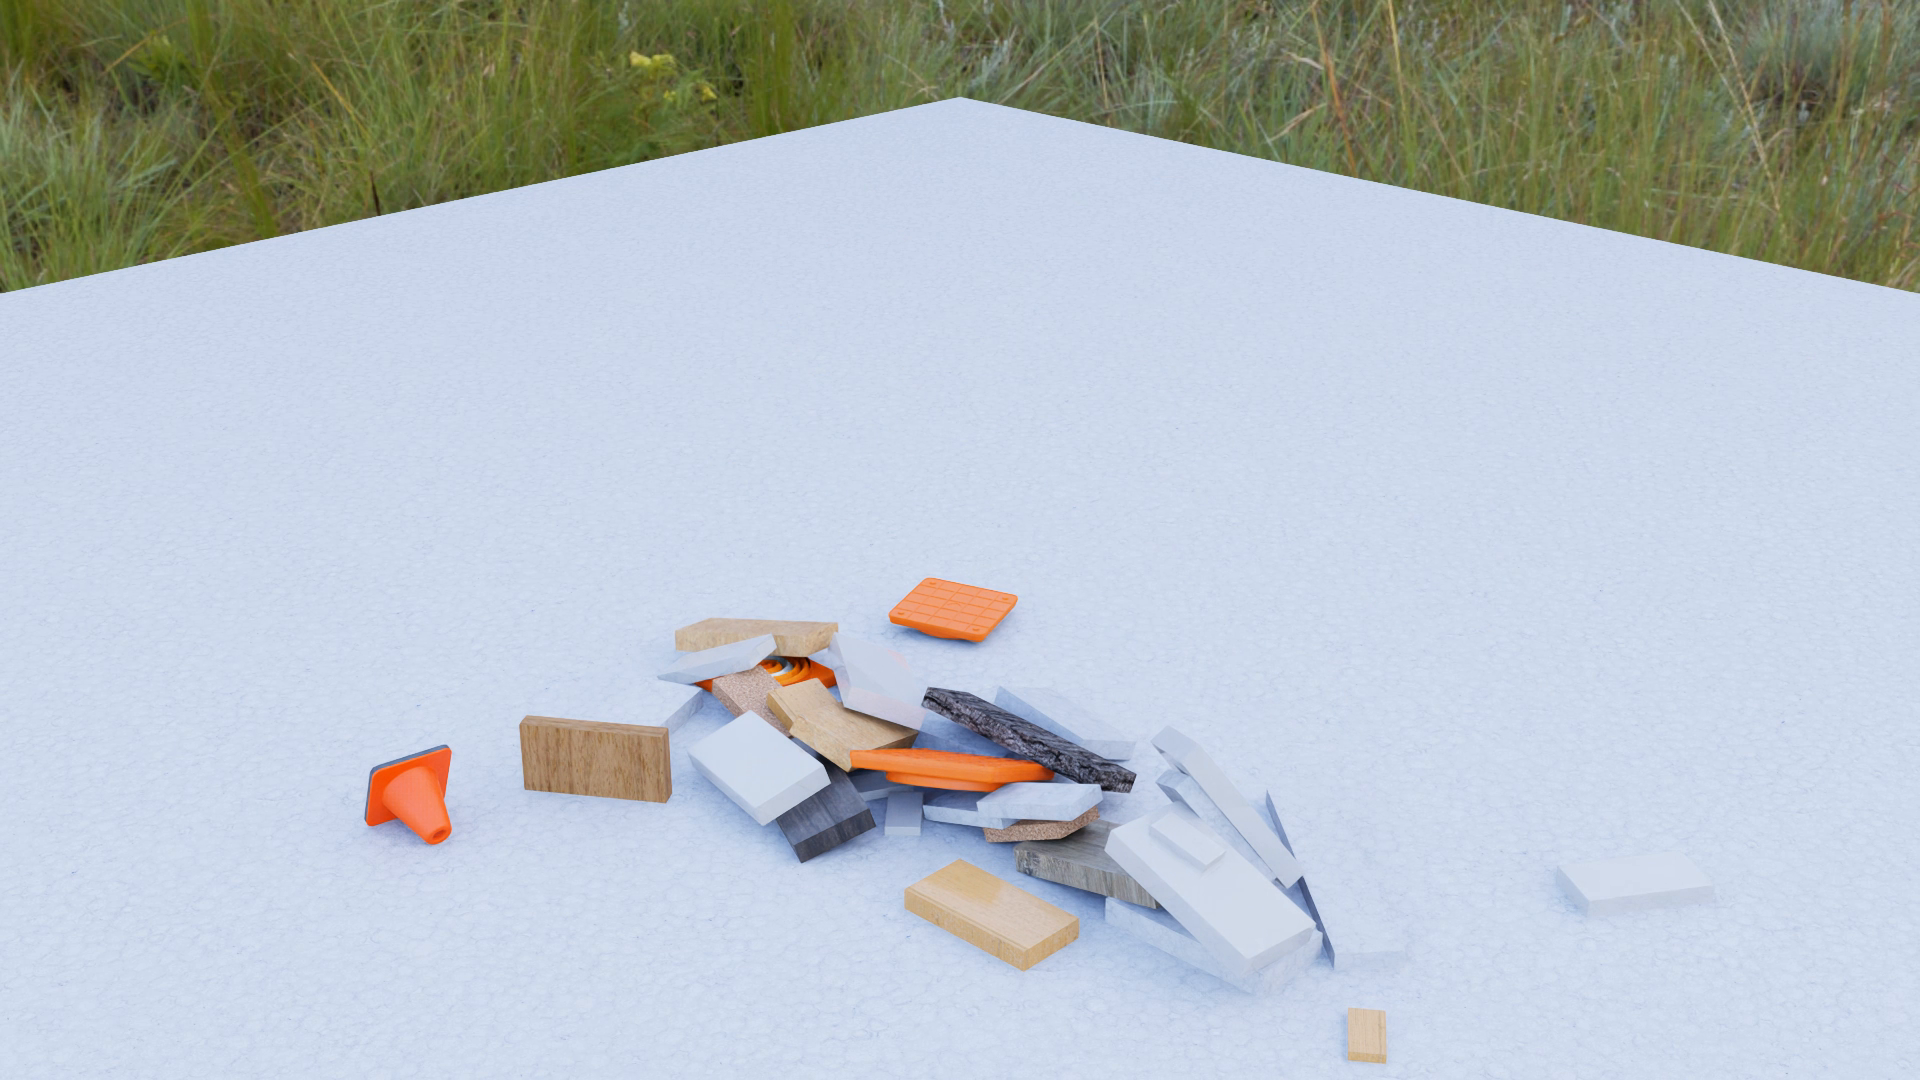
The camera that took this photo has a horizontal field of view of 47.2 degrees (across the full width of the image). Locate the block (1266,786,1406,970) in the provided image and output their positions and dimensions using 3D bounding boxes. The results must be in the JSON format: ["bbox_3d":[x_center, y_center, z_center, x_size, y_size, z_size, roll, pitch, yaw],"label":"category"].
[{"bbox_3d":[0.711,0.636,4.215,0.129,0.036,0.602,-2,23,-4],"label":"block"}]

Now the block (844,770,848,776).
[{"bbox_3d":[-0.266,0.510,4.499,0.071,0.020,0.142,-14,27,2],"label":"block"}]

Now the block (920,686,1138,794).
[{"bbox_3d":[0.139,0.412,4.553,0.460,0.043,0.151,23,6,36],"label":"block"}]

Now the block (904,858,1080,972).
[{"bbox_3d":[0.057,0.692,4.076,0.301,0.043,0.151,20,30,39],"label":"block"}]

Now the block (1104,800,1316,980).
[{"bbox_3d":[0.448,0.624,3.964,0.179,0.051,0.358,-18,45,-37],"label":"block"}]

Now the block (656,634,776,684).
[{"bbox_3d":[-0.546,0.274,4.940,0.247,0.035,0.124,-15,13,28],"label":"block"}]

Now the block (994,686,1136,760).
[{"bbox_3d":[0.224,0.391,4.726,0.151,0.043,0.301,6,15,-38],"label":"block"}]

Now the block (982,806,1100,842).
[{"bbox_3d":[0.158,0.553,4.300,0.110,0.031,0.220,-22,6,-40],"label":"block"}]

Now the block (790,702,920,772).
[{"bbox_3d":[-0.217,0.401,4.584,0.152,0.043,0.304,32,15,18],"label":"block"}]

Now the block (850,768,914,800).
[{"bbox_3d":[-0.175,0.507,4.539,0.142,0.020,0.071,-8,24,-18],"label":"block"}]

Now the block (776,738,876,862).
[{"bbox_3d":[-0.306,0.511,4.436,0.163,0.046,0.358,-25,29,-11],"label":"block"}]

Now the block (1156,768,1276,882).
[{"bbox_3d":[0.481,0.544,4.145,0.036,0.257,0.129,-42,8,-9],"label":"block"}]

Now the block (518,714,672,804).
[{"bbox_3d":[-0.746,0.449,4.508,0.304,0.152,0.043,4,23,10],"label":"block"}]

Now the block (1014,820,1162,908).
[{"bbox_3d":[0.293,0.606,4.172,0.179,0.051,0.358,-22,19,-40],"label":"block"}]

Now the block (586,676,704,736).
[{"bbox_3d":[-0.708,0.396,4.768,0.163,0.046,0.326,9,25,21],"label":"block"}]

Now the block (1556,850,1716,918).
[{"bbox_3d":[1.281,0.652,4.177,0.257,0.036,0.129,-5,23,-11],"label":"block"}]

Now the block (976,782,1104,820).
[{"bbox_3d":[0.154,0.504,4.248,0.220,0.031,0.110,-3,14,38],"label":"block"}]

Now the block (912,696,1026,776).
[{"bbox_3d":[0.007,0.416,4.725,0.304,0.043,0.152,16,28,33],"label":"block"}]

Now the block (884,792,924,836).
[{"bbox_3d":[-0.112,0.552,4.435,0.071,0.020,0.142,1,23,2],"label":"block"}]

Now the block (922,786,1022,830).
[{"bbox_3d":[0.042,0.533,4.386,0.220,0.031,0.110,0,16,46],"label":"block"}]

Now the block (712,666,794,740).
[{"bbox_3d":[-0.422,0.367,4.789,0.124,0.035,0.248,-17,40,-34],"label":"block"}]

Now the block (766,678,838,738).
[{"bbox_3d":[-0.299,0.395,4.708,0.124,0.035,0.248,-14,41,-31],"label":"block"}]

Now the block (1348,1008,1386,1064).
[{"bbox_3d":[0.693,0.844,3.748,0.064,0.018,0.128,4,23,8],"label":"block"}]

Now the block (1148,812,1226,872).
[{"bbox_3d":[0.413,0.548,3.998,0.128,0.018,0.064,34,40,27],"label":"block"}]

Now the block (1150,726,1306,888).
[{"bbox_3d":[0.504,0.503,4.150,0.048,0.337,0.168,-42,16,-6],"label":"block"}]

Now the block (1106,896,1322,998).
[{"bbox_3d":[0.462,0.709,4.025,0.358,0.051,0.179,20,30,39],"label":"block"}]

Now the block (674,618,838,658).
[{"bbox_3d":[-0.468,0.223,5.071,0.337,0.048,0.168,1,9,23],"label":"block"}]

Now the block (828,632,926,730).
[{"bbox_3d":[-0.186,0.304,4.812,0.168,0.048,0.435,19,9,-12],"label":"block"}]

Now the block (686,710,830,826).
[{"bbox_3d":[-0.415,0.462,4.492,0.163,0.046,0.326,-31,30,-21],"label":"block"}]
